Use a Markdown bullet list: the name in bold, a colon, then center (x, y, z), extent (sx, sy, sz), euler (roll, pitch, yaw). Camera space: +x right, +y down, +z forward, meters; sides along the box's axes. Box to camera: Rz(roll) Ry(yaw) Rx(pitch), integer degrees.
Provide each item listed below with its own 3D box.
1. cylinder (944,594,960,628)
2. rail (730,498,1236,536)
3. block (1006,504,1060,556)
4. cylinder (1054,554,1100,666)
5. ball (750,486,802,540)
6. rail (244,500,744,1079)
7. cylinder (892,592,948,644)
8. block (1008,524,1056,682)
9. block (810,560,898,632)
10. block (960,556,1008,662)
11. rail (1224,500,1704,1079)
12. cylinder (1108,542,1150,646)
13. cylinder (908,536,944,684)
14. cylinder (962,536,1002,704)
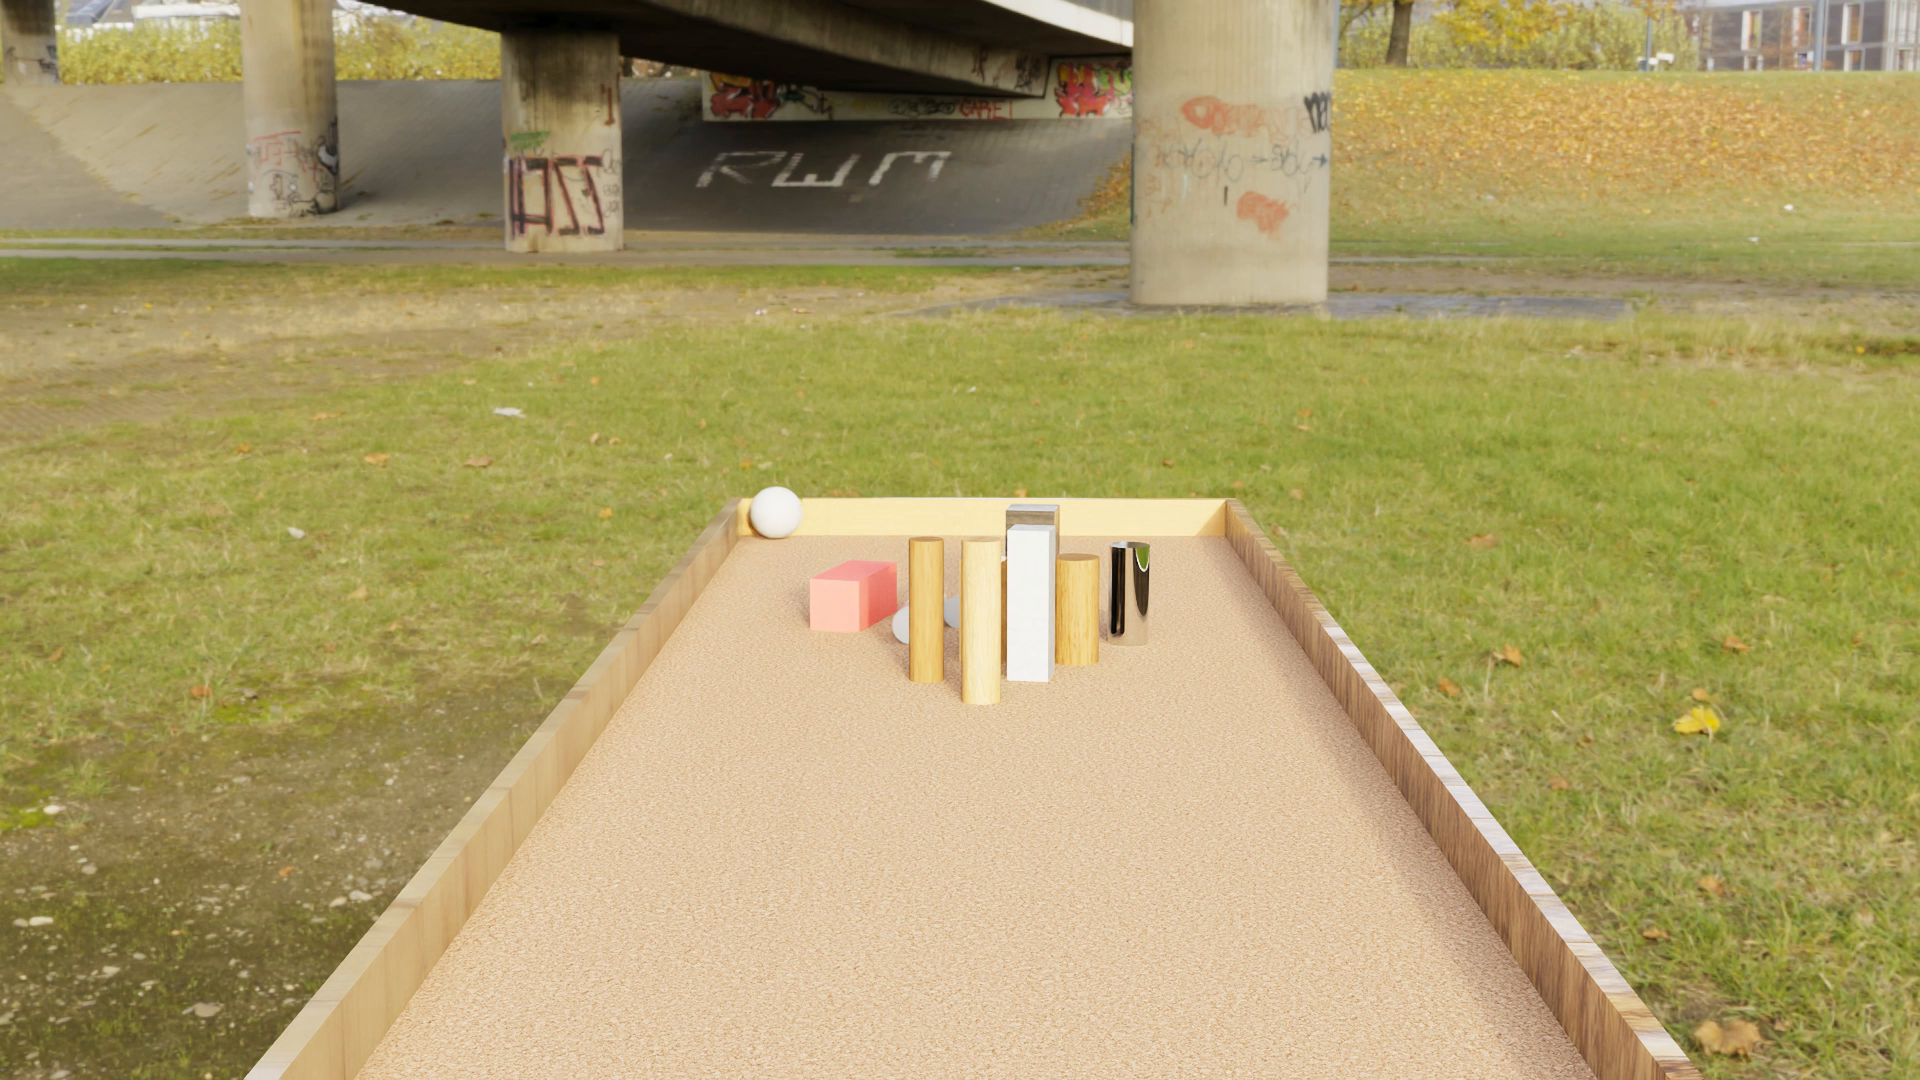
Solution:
- **cylinder**: center (0.060, 0.209, 7.356), extent (0.104, 0.104, 0.381), euler (3, 10, 20)
- **rail**: center (0.099, -0.098, 9.147), extent (2.100, 0.150, 0.050), euler (0, 9, 1)
- **block**: center (0.228, 0.112, 6.911), extent (0.153, 0.435, 0.153), euler (1, 9, 9)
- **cylinder**: center (0.350, 0.209, 6.669), extent (0.145, 0.319, 0.145), euler (0, 9, 0)
- **ball**: center (-0.755, -0.112, 9.021), extent (0.217, 0.217, 0.217), euler (0, 9, 0)
- **rail**: center (-1.004, 0.839, 3.234), extent (0.050, 0.150, 12.000), euler (0, 9, 1)
- **cylinder**: center (-0.127, 0.238, 7.123), extent (0.122, 0.122, 0.407), euler (1, 9, 7)
- **block**: center (0.209, 0.184, 6.438), extent (0.120, 0.442, 0.120), euler (2, 9, 11)
- **block**: center (-0.351, 0.184, 7.310), extent (0.169, 0.169, 0.385), euler (3, 9, 17)
- **block**: center (0.080, 0.210, 6.696), extent (0.125, 0.310, 0.125), euler (4, 10, 23)
- **rail**: center (1.046, 0.843, 3.208), extent (0.050, 0.150, 12.000), euler (0, 9, 1)
- **cylinder**: center (0.532, 0.169, 6.941), extent (0.130, 0.313, 0.130), euler (0, 9, 0)
- **cylinder**: center (-0.098, 0.203, 6.404), extent (0.102, 0.415, 0.102), euler (0, 9, 0)
- **cylinder**: center (0.059, 0.224, 6.137), extent (0.111, 0.457, 0.111), euler (0, 9, 0)
